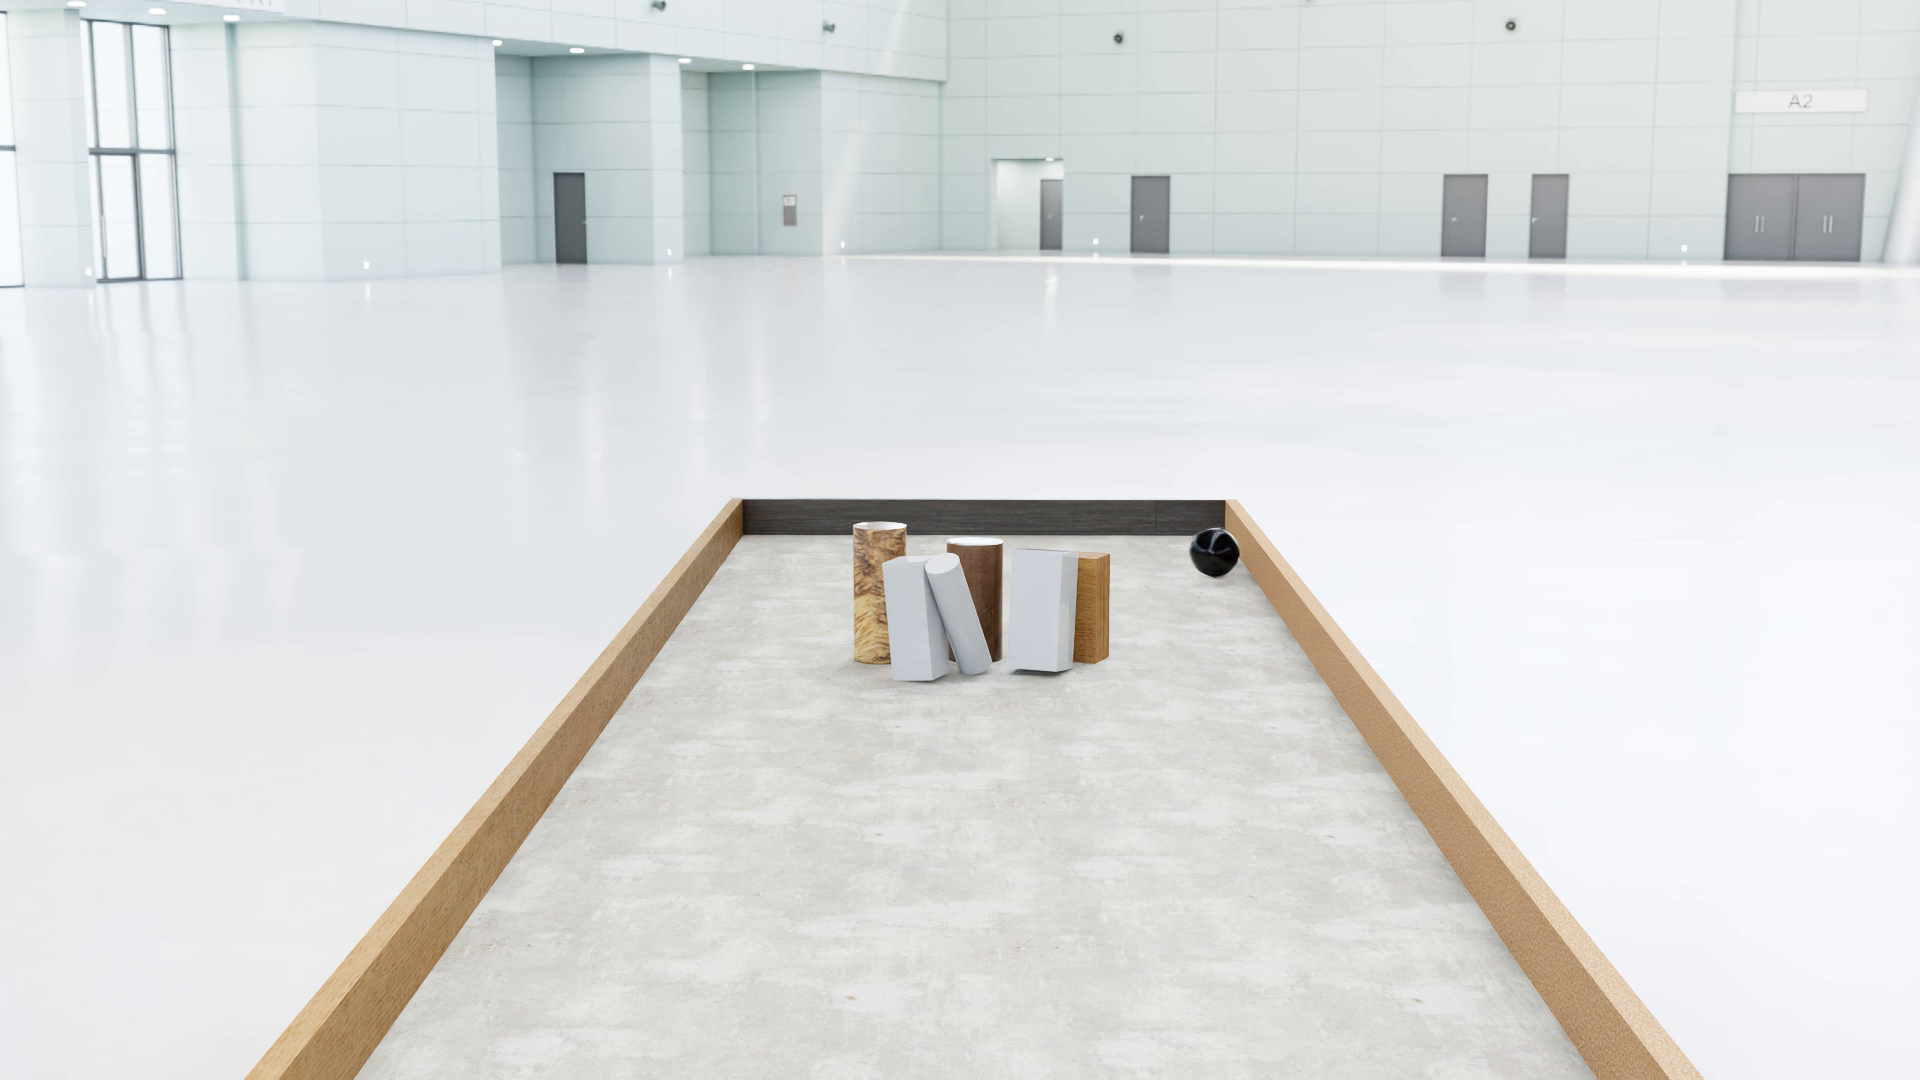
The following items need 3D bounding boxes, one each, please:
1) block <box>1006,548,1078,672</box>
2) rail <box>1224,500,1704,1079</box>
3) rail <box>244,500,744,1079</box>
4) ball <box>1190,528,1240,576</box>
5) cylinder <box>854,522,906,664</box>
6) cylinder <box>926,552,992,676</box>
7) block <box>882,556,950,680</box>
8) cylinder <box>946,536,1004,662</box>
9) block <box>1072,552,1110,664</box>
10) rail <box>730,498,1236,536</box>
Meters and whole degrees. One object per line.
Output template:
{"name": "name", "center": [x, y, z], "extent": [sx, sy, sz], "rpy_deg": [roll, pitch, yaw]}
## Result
{"name": "block", "center": [0.246, 0.205, 6.531], "extent": [0.155, 0.351, 0.155], "rpy_deg": [3, 1, 21]}
{"name": "rail", "center": [1.046, 0.843, 3.208], "extent": [0.050, 0.150, 12.000], "rpy_deg": [0, 9, 1]}
{"name": "rail", "center": [-1.004, 0.839, 3.234], "extent": [0.050, 0.150, 12.000], "rpy_deg": [0, 9, 1]}
{"name": "ball", "center": [0.943, 0.046, 8.138], "extent": [0.181, 0.181, 0.181], "rpy_deg": [0, 9, 0]}
{"name": "cylinder", "center": [-0.243, 0.160, 6.683], "extent": [0.162, 0.412, 0.162], "rpy_deg": [0, 9, 0]}
{"name": "cylinder", "center": [-0.003, 0.218, 6.431], "extent": [0.102, 0.373, 0.102], "rpy_deg": [-13, 32, 8]}
{"name": "block", "center": [-0.128, 0.227, 6.432], "extent": [0.127, 0.347, 0.127], "rpy_deg": [-2, 7, 24]}
{"name": "cylinder", "center": [0.045, 0.182, 6.708], "extent": [0.174, 0.360, 0.174], "rpy_deg": [0, 9, 0]}
{"name": "block", "center": [0.383, 0.204, 6.695], "extent": [0.111, 0.321, 0.111], "rpy_deg": [4, 10, 25]}
{"name": "rail", "center": [0.099, -0.098, 9.147], "extent": [2.100, 0.150, 0.050], "rpy_deg": [0, 9, 1]}
